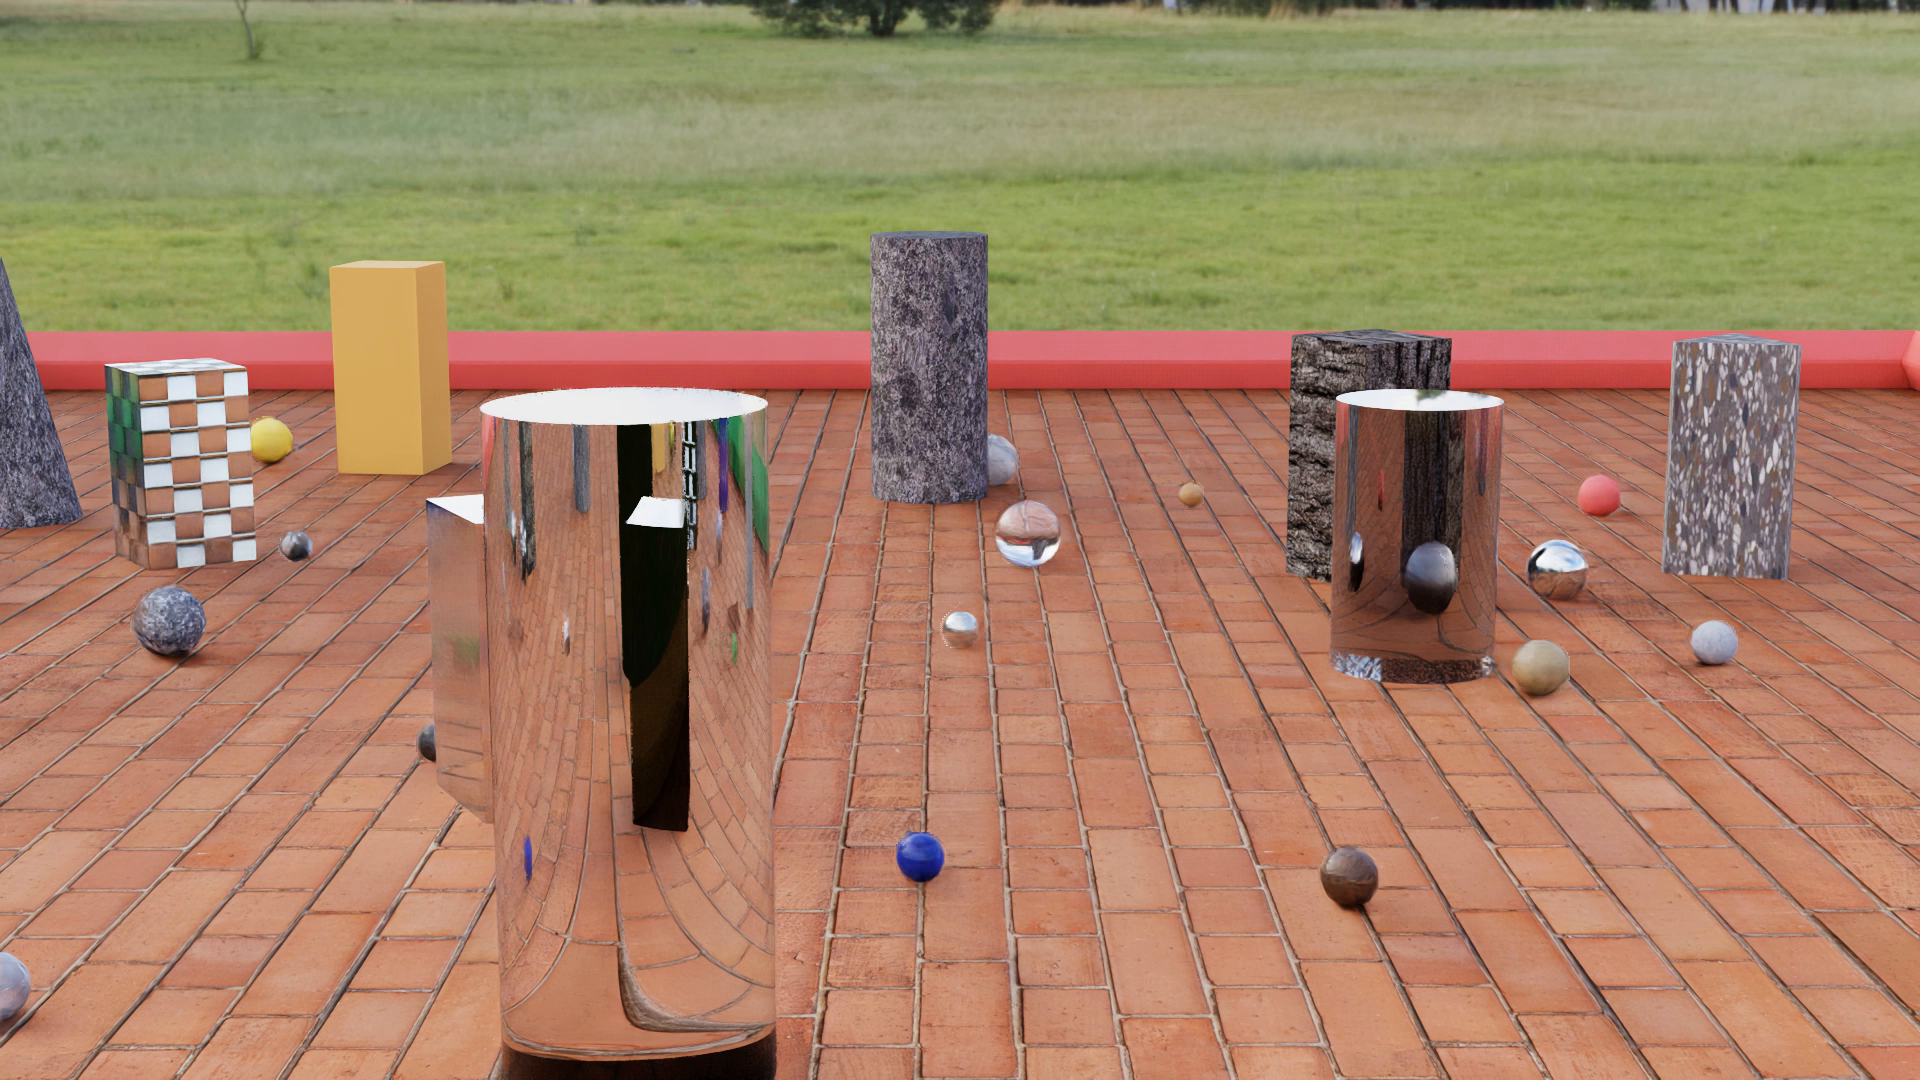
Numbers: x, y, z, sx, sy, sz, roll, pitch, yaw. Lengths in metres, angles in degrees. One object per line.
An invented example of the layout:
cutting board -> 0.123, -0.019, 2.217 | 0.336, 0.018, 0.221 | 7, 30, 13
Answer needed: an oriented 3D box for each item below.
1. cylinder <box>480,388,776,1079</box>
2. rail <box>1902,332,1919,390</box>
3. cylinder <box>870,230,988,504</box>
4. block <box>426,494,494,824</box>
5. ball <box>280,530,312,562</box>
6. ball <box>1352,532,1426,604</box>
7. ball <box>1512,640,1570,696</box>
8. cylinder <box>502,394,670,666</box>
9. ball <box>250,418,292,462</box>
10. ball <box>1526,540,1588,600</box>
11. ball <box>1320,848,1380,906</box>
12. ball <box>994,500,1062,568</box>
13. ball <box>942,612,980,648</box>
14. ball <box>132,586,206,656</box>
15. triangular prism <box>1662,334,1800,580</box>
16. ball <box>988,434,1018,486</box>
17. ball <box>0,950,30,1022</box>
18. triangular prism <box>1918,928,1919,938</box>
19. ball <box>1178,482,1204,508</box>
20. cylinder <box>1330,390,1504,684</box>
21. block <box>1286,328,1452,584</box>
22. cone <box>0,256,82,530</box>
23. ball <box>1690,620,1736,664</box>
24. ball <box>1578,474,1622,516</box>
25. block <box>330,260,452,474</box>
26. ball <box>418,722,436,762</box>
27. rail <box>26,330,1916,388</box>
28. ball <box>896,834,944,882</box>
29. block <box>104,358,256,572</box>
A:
cylinder -> -0.234, 0.148, 1.837 | 0.200, 0.493, 0.200 | 0, 10, 0
rail -> 2.172, 0.031, 3.461 | 0.045, 0.130, 4.887 | 0, 10, 0
cylinder -> -0.052, -0.297, 4.376 | 0.200, 0.445, 0.200 | 0, 10, 0
block -> -0.429, 0.111, 2.575 | 0.160, 0.297, 0.160 | -6, 12, -28
ball -> -0.987, 0.009, 3.817 | 0.045, 0.045, 0.045 | 0, 10, 0
ball -> 0.587, 0.038, 3.513 | 0.100, 0.100, 0.100 | 0, 10, 0
ball -> 0.679, 0.149, 3.004 | 0.066, 0.066, 0.066 | 0, 10, 0
cylinder -> -0.464, -0.013, 3.193 | 0.200, 0.316, 0.200 | 0, 10, 0
ball -> -1.282, -0.184, 4.764 | 0.082, 0.082, 0.082 | 0, 10, 0
ball -> 0.824, 0.041, 3.540 | 0.083, 0.083, 0.083 | 0, 10, 0
ball -> 0.342, 0.296, 2.251 | 0.051, 0.051, 0.051 | 0, 10, 0
ball -> 0.100, -0.009, 3.772 | 0.098, 0.098, 0.098 | 0, 10, 0
ball -> 0.001, 0.113, 3.252 | 0.046, 0.046, 0.046 | 0, 10, 0
ball -> -0.987, 0.102, 3.202 | 0.087, 0.087, 0.087 | 0, 10, 0
triangular prism -> 1.125, -0.127, 3.750 | 0.173, 0.337, 0.150 | 3, 11, 16
ball -> 0.057, -0.140, 4.501 | 0.090, 0.090, 0.090 | 0, 10, 0
ball -> -0.746, 0.344, 1.978 | 0.055, 0.055, 0.055 | 0, 10, 0
triangular prism -> 0.922, 0.099, 2.100 | 0.150, 0.494, 0.173 | -7, 13, -35
ball -> 0.386, -0.075, 4.283 | 0.041, 0.041, 0.041 | 0, 10, 0
cylinder -> 0.555, -0.008, 3.128 | 0.200, 0.329, 0.200 | 0, 10, 0
block -> 0.585, -0.119, 3.682 | 0.160, 0.347, 0.160 | -7, 12, -32
cone -> -1.534, -0.245, 4.143 | 0.200, 0.427, 0.200 | 0, 10, 0
ball -> 0.928, 0.126, 3.159 | 0.054, 0.054, 0.054 | 0, 10, 0
ball -> 1.047, -0.073, 4.197 | 0.068, 0.068, 0.068 | 0, 10, 0
block -> -1.036, -0.317, 4.681 | 0.160, 0.372, 0.160 | 1, 11, 8
ball -> -0.552, 0.214, 2.716 | 0.043, 0.043, 0.043 | 0, 10, 0
rail -> -0.014, -0.407, 5.828 | 4.391, 0.130, 0.045 | 0, 10, 0
ball -> -0.036, 0.287, 2.319 | 0.043, 0.043, 0.043 | 0, 10, 0
block -> -1.163, -0.116, 3.829 | 0.160, 0.288, 0.160 | -7, 13, -35
